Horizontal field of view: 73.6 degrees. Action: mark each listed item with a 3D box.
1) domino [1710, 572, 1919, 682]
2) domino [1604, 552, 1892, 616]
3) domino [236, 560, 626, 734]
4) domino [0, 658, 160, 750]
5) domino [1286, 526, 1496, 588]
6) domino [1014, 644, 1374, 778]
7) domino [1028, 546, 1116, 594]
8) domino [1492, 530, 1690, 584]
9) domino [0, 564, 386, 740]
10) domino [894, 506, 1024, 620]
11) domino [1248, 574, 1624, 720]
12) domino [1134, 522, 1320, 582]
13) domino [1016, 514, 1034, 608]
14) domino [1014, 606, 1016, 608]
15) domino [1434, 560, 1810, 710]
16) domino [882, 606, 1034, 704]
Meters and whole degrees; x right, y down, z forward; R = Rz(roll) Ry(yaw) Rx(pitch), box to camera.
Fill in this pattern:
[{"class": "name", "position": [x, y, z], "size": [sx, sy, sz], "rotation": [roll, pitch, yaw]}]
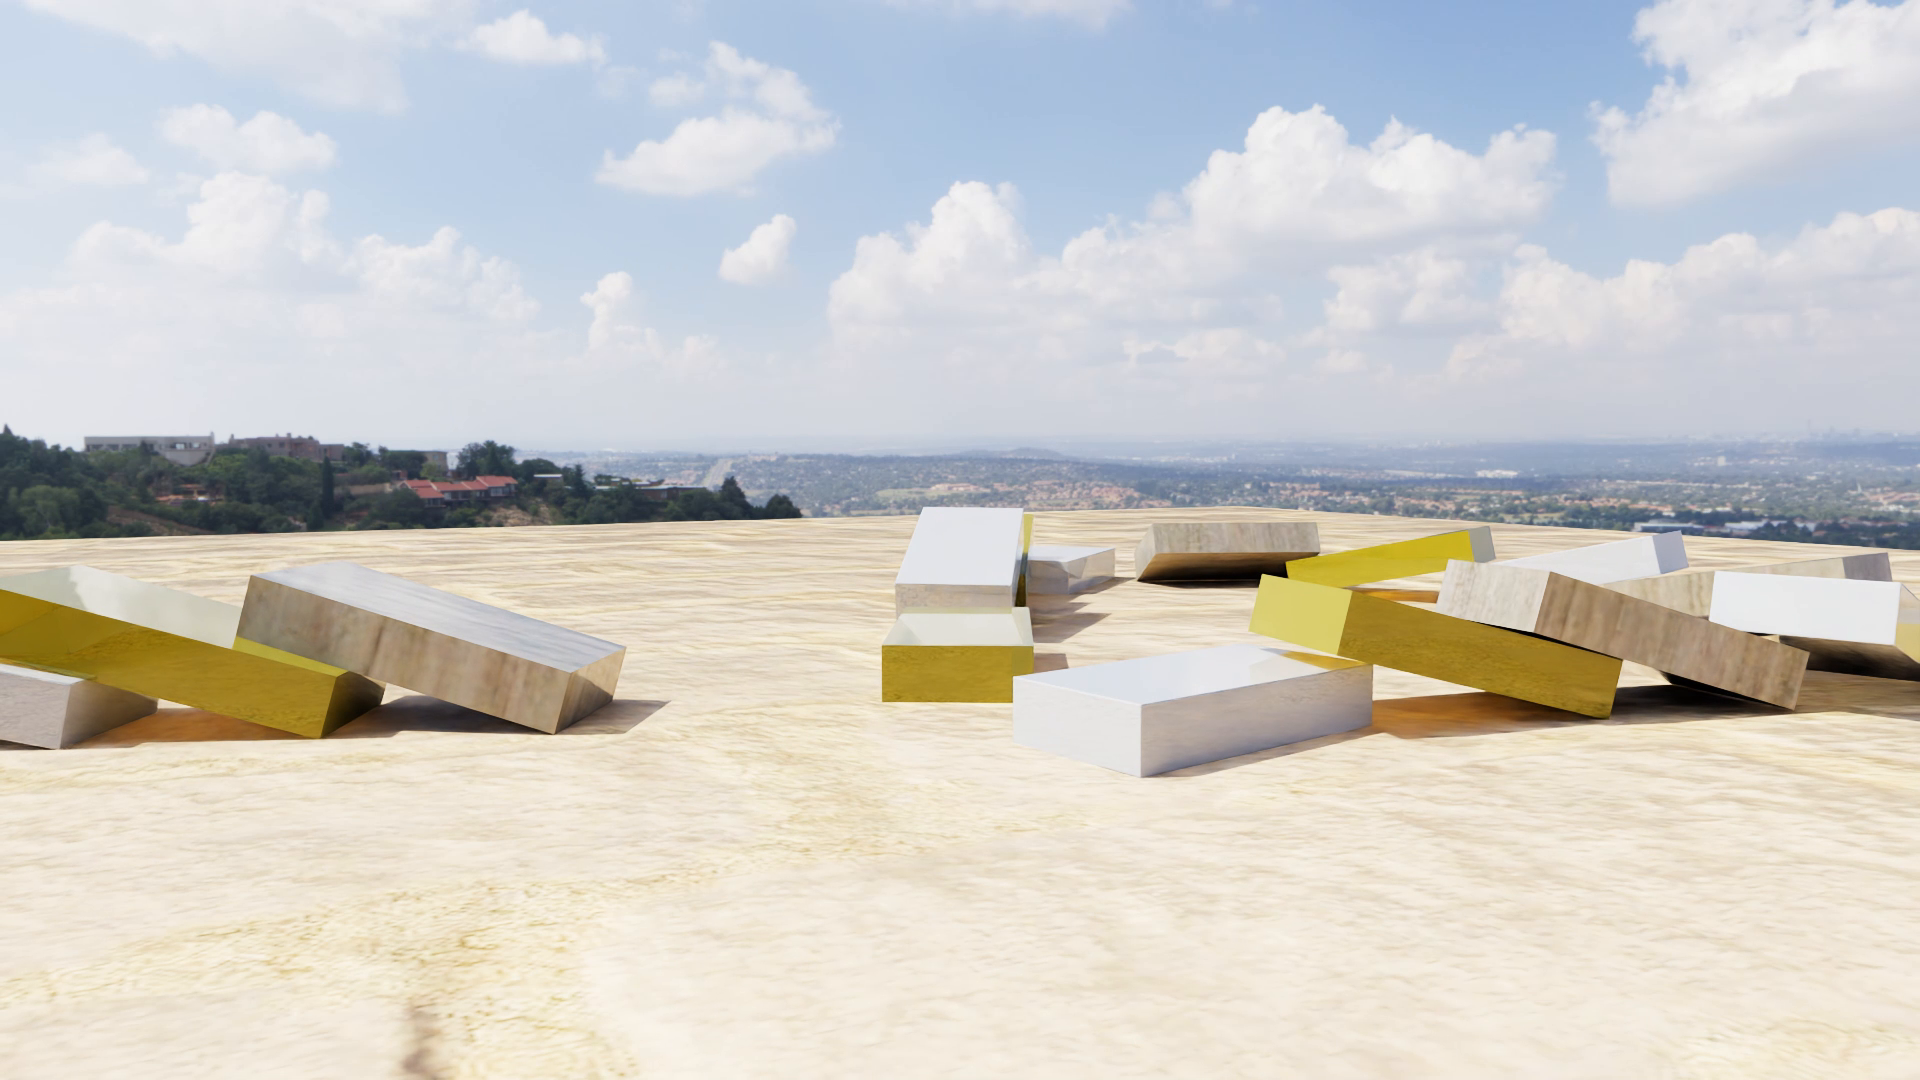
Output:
[{"class": "domino", "position": [0.149, 0.015, 0.218], "size": [0.025, 0.010, 0.050], "rotation": [4, -8, 46]}, {"class": "domino", "position": [0.178, 0.011, 0.292], "size": [0.025, 0.009, 0.050], "rotation": [-3, -6, -36]}, {"class": "domino", "position": [-0.081, 0.016, 0.201], "size": [0.050, 0.010, 0.025], "rotation": [17, 5, 3]}, {"class": "domino", "position": [-0.150, 0.018, 0.188], "size": [0.050, 0.009, 0.025], "rotation": [12, 3, -5]}, {"class": "domino", "position": [0.120, 0.006, 0.358], "size": [0.050, 0.010, 0.025], "rotation": [-12, -3, 34]}, {"class": "domino", "position": [0.035, 0.024, 0.188], "size": [0.050, 0.010, 0.025], "rotation": [-3, 5, -38]}, {"class": "domino", "position": [0.028, 0.009, 0.389], "size": [0.025, 0.009, 0.050], "rotation": [2, 5, 22]}, {"class": "domino", "position": [0.154, 0.008, 0.328], "size": [0.050, 0.010, 0.025], "rotation": [-15, -7, 43]}, {"class": "domino", "position": [-0.116, 0.016, 0.194], "size": [0.050, 0.010, 0.025], "rotation": [16, 3, -6]}, {"class": "domino", "position": [0.001, 0.005, 0.298], "size": [0.025, 0.010, 0.050], "rotation": [1, 21, 6]}, {"class": "domino", "position": [0.074, 0.017, 0.202], "size": [0.050, 0.010, 0.025], "rotation": [14, 0, -17]}, {"class": "domino", "position": [0.081, 0.004, 0.390], "size": [0.050, 0.010, 0.025], "rotation": [0, -21, -6]}, {"class": "domino", "position": [0.007, 0.005, 0.354], "size": [0.025, 0.009, 0.050], "rotation": [0, 19, 6]}, {"class": "domino", "position": [0.002, 0.007, 0.320], "size": [0.025, 0.010, 0.050], "rotation": [0, 21, 4]}, {"class": "domino", "position": [0.107, 0.015, 0.209], "size": [0.050, 0.010, 0.025], "rotation": [16, -1, -14]}, {"class": "domino", "position": [0.001, 0.020, 0.236], "size": [0.025, 0.010, 0.050], "rotation": [0, 4, 2]}]
